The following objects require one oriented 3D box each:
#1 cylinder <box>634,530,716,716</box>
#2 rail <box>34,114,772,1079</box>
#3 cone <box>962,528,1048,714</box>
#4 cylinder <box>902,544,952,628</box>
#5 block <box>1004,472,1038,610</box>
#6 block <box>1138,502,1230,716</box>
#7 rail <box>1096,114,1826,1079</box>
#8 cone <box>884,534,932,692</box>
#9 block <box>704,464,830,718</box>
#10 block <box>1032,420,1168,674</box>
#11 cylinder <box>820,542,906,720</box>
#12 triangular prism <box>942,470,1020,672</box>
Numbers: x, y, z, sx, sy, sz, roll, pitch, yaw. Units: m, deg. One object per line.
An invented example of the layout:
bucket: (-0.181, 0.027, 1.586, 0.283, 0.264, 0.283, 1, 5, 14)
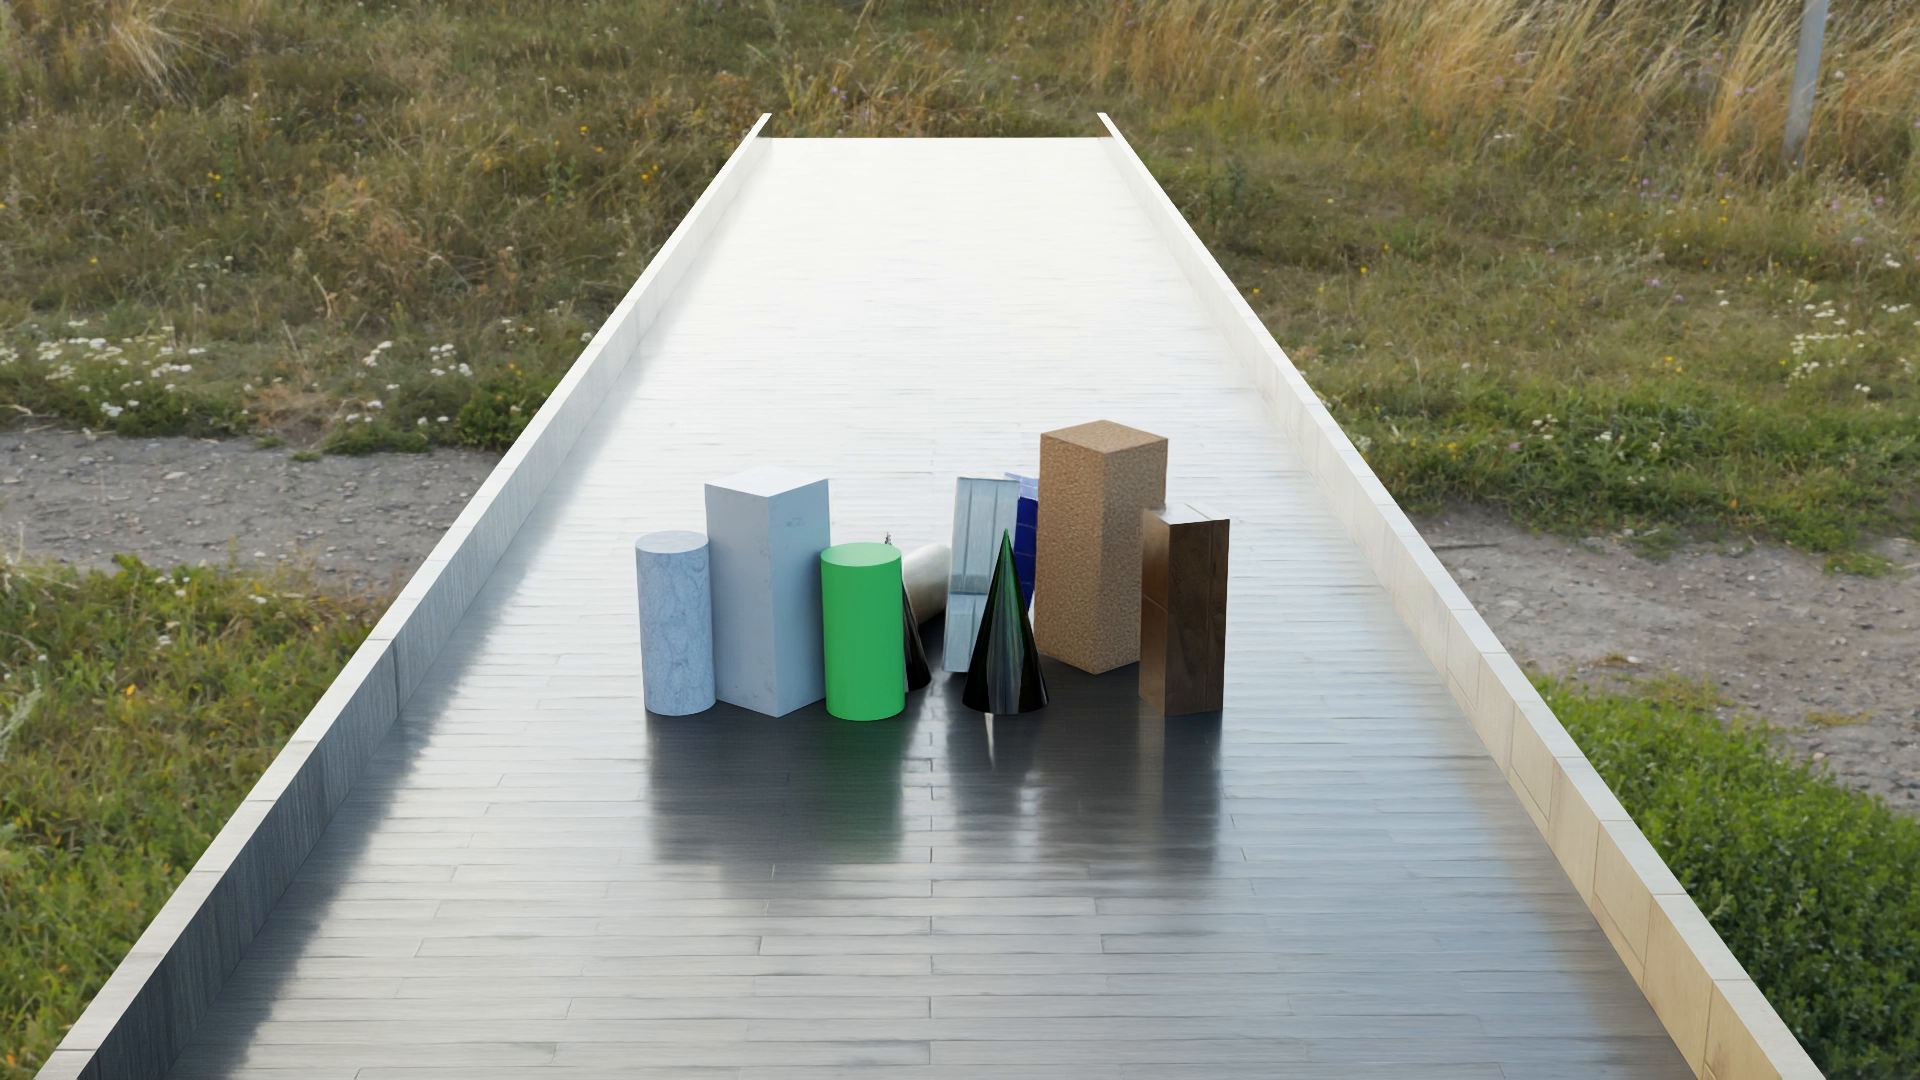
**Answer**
cylinder: (-0.534, 0.155, 4.134, 0.136, 0.321, 0.136, 0, 18, 0)
rail: (-1.118, -0.838, 7.780, 0.050, 0.150, 12.000, 0, 17, -1)
cone: (0.086, 0.138, 4.157, 0.168, 0.345, 0.168, 0, 17, 0)
cylinder: (-0.120, 0.121, 4.578, 0.139, 0.139, 0.355, 8, 18, 24)
block: (0.112, 0.029, 4.550, 0.111, 0.304, 0.111, 12, 24, 1)
block: (0.420, 0.129, 4.135, 0.121, 0.375, 0.121, -5, 17, -18)
rail: (0.932, -0.844, 7.801, 0.050, 0.150, 12.000, 0, 17, -1)
cone: (-0.139, 0.128, 4.269, 0.167, 0.301, 0.167, 0, 17, 0)
block: (-0.356, 0.094, 4.153, 0.163, 0.428, 0.163, 12, 22, 38)
block: (0.278, 0.011, 4.381, 0.178, 0.454, 0.178, -15, 24, -40)
cylinder: (-0.181, 0.170, 4.120, 0.150, 0.302, 0.150, -1, 17, 0)
triangular prism: (0.032, 0.061, 4.334, 0.122, 0.384, 0.106, 3, 10, -9)
